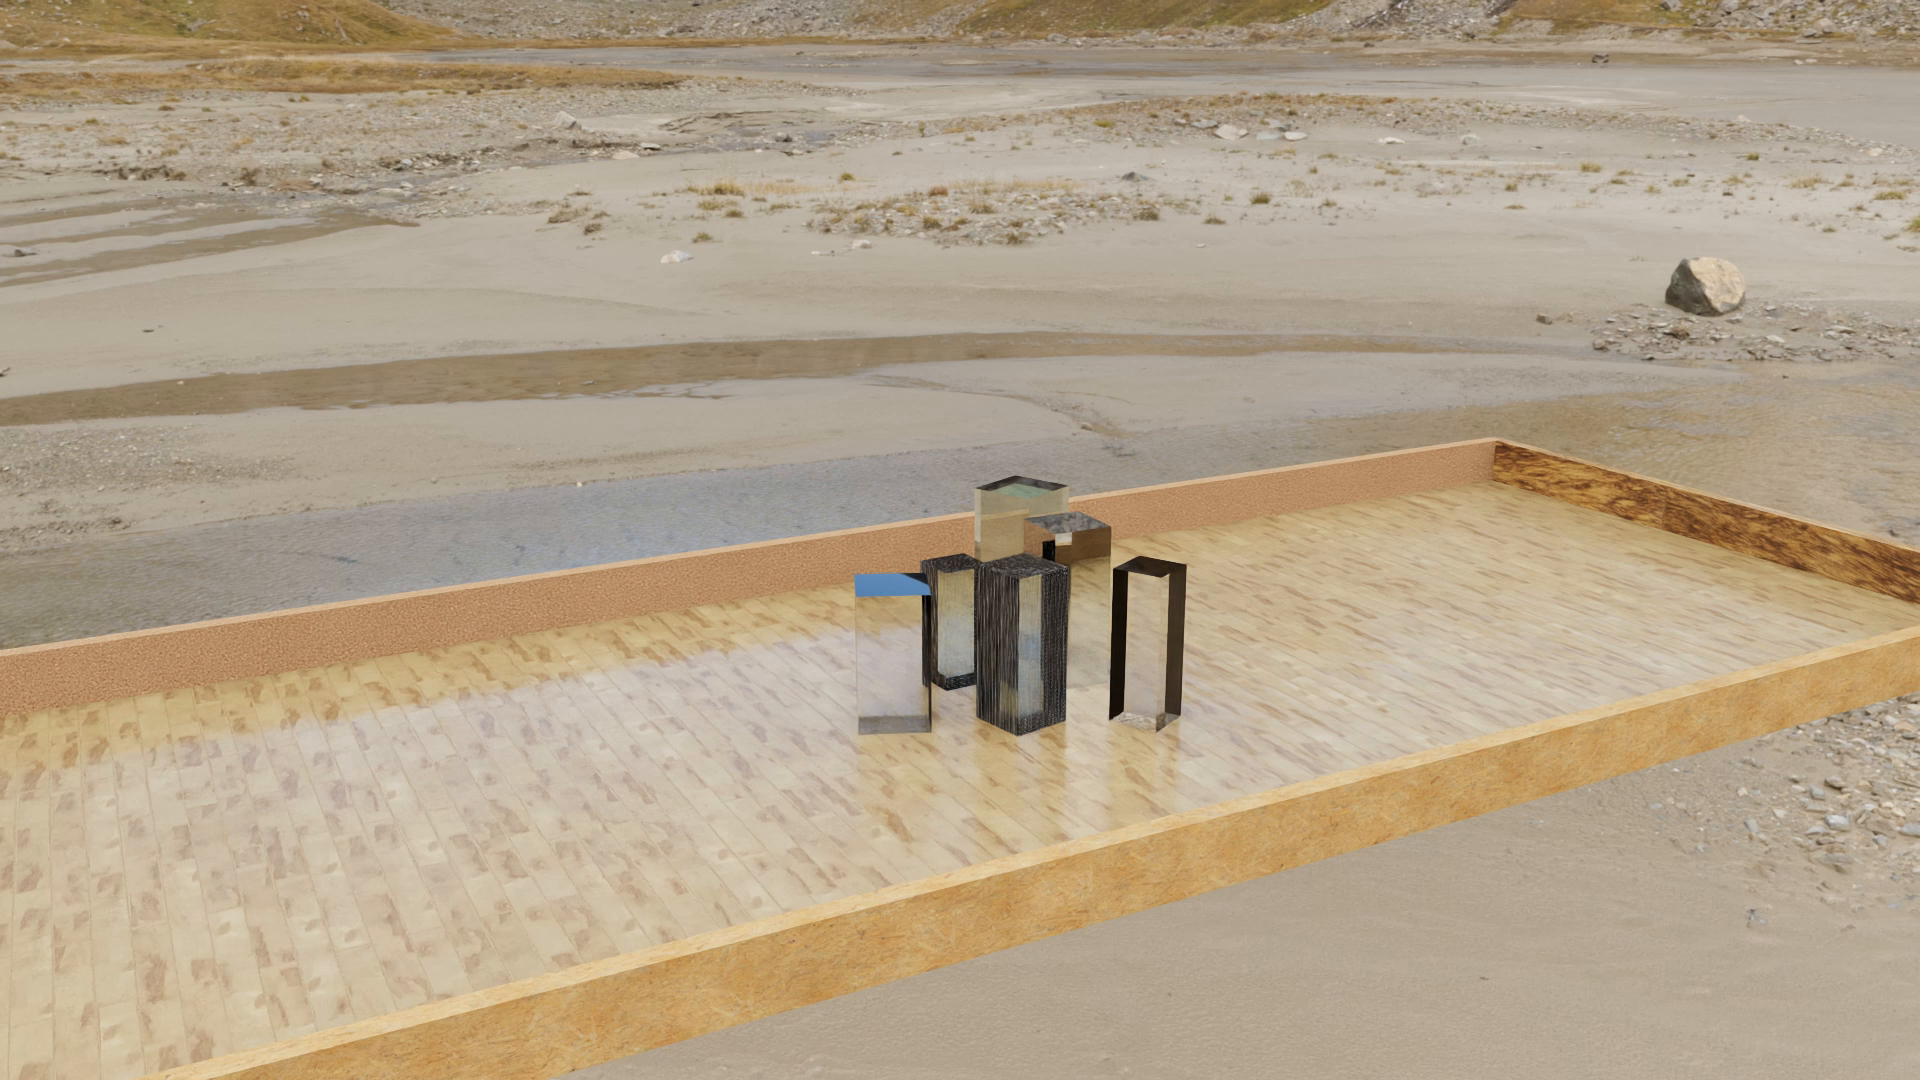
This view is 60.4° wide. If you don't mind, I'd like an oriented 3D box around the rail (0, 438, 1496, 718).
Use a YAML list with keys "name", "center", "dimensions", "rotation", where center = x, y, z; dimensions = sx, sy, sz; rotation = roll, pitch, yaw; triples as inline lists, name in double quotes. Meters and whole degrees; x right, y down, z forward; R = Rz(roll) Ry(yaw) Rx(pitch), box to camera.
- name: "rail"
  center: [-3.305, 0.497, 3.399]
  dimensions: [12.000, 0.150, 0.050]
  rotation: [-9, 18, -27]

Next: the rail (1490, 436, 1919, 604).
- name: "rail"
  center: [2.466, -0.048, 5.253]
  dimensions: [0.050, 0.150, 2.100]
  rotation: [-9, 18, -27]

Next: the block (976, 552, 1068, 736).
- name: "block"
  center: [0.145, 0.242, 3.857]
  dimensions: [0.151, 0.381, 0.151]
  rotation: [-13, 21, -37]

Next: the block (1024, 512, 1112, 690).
- name: "block"
  center: [0.264, 0.152, 4.115]
  dimensions: [0.158, 0.407, 0.158]
  rotation: [-8, 18, -25]

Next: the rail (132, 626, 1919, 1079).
- name: "rail"
  center: [-2.336, 1.006, 1.665]
  dimensions: [12.000, 0.150, 0.050]
  rotation: [-9, 18, -27]

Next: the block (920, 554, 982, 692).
- name: "block"
  center: [-0.012, 0.204, 4.122]
  dimensions: [0.127, 0.305, 0.127]
  rotation: [-10, 19, -30]

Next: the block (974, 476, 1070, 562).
- name: "block"
  center: [0.161, 0.068, 4.360]
  dimensions: [0.176, 0.430, 0.176]
  rotation: [13, 21, 37]

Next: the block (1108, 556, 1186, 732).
- name: "block"
  center: [0.439, 0.242, 3.859]
  dimensions: [0.125, 0.378, 0.125]
  rotation: [11, 20, 33]

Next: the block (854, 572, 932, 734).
- name: "block"
  center: [-0.158, 0.264, 3.859]
  dimensions: [0.170, 0.337, 0.170]
  rotation: [-1, 16, -5]
